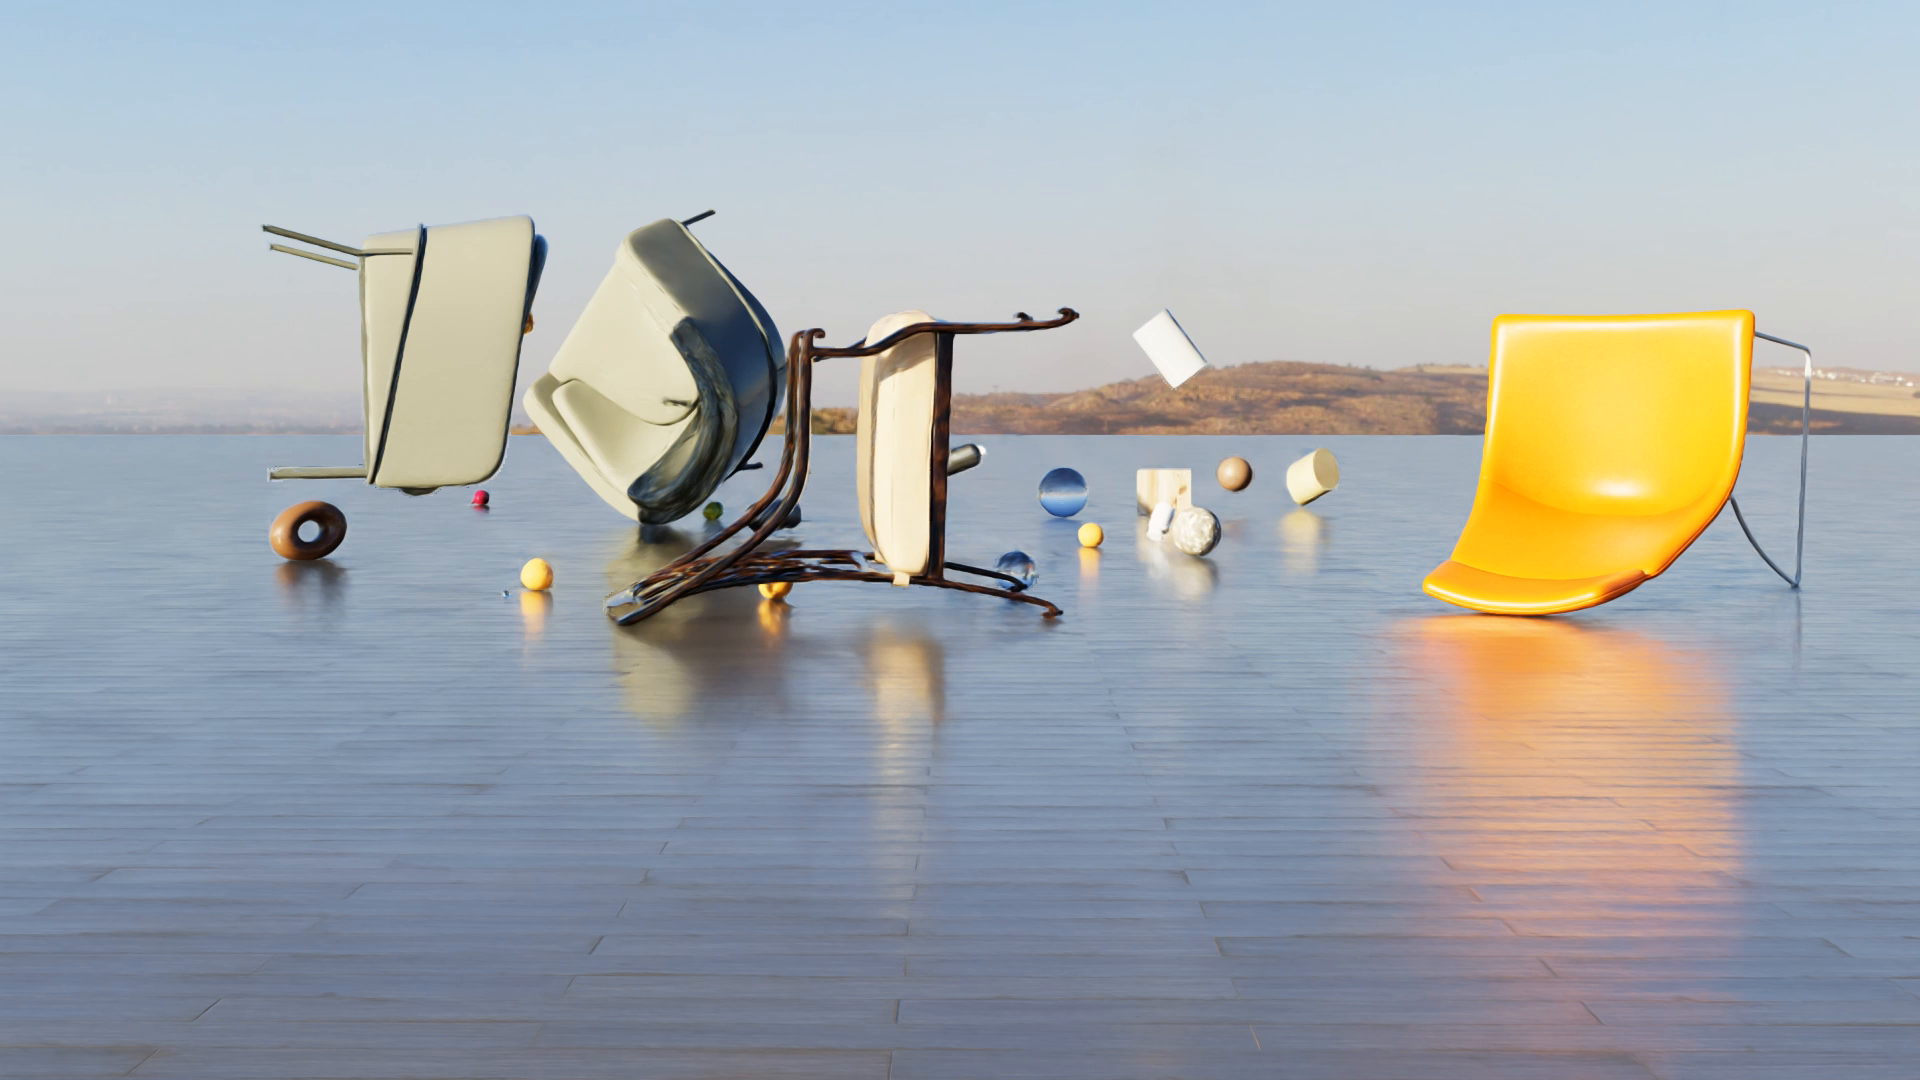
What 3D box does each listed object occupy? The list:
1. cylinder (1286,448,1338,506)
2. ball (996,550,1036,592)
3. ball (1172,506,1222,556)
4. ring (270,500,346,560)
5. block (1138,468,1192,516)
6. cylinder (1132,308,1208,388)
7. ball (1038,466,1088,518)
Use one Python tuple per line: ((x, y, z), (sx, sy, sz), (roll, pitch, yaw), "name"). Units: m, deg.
((1.330, -0.239, 8.286), (0.128, 0.180, 0.148), (19, -31, -27), "cylinder")
((0.124, 0.069, 4.868), (0.092, 0.092, 0.092), (0, 4, 0), "ball")
((0.633, -0.023, 5.894), (0.134, 0.134, 0.134), (0, 4, 0), "ball")
((-1.713, -0.024, 5.784), (0.213, 0.157, 0.082), (-22, 14, -42), "ring")
((0.736, -0.174, 7.902), (0.190, 0.161, 0.165), (0, 4, 7), "block")
((0.595, -0.544, 6.239), (0.123, 0.192, 0.091), (-37, 4, 10), "cylinder")
((0.361, -0.167, 7.680), (0.177, 0.177, 0.177), (0, 4, 0), "ball")
